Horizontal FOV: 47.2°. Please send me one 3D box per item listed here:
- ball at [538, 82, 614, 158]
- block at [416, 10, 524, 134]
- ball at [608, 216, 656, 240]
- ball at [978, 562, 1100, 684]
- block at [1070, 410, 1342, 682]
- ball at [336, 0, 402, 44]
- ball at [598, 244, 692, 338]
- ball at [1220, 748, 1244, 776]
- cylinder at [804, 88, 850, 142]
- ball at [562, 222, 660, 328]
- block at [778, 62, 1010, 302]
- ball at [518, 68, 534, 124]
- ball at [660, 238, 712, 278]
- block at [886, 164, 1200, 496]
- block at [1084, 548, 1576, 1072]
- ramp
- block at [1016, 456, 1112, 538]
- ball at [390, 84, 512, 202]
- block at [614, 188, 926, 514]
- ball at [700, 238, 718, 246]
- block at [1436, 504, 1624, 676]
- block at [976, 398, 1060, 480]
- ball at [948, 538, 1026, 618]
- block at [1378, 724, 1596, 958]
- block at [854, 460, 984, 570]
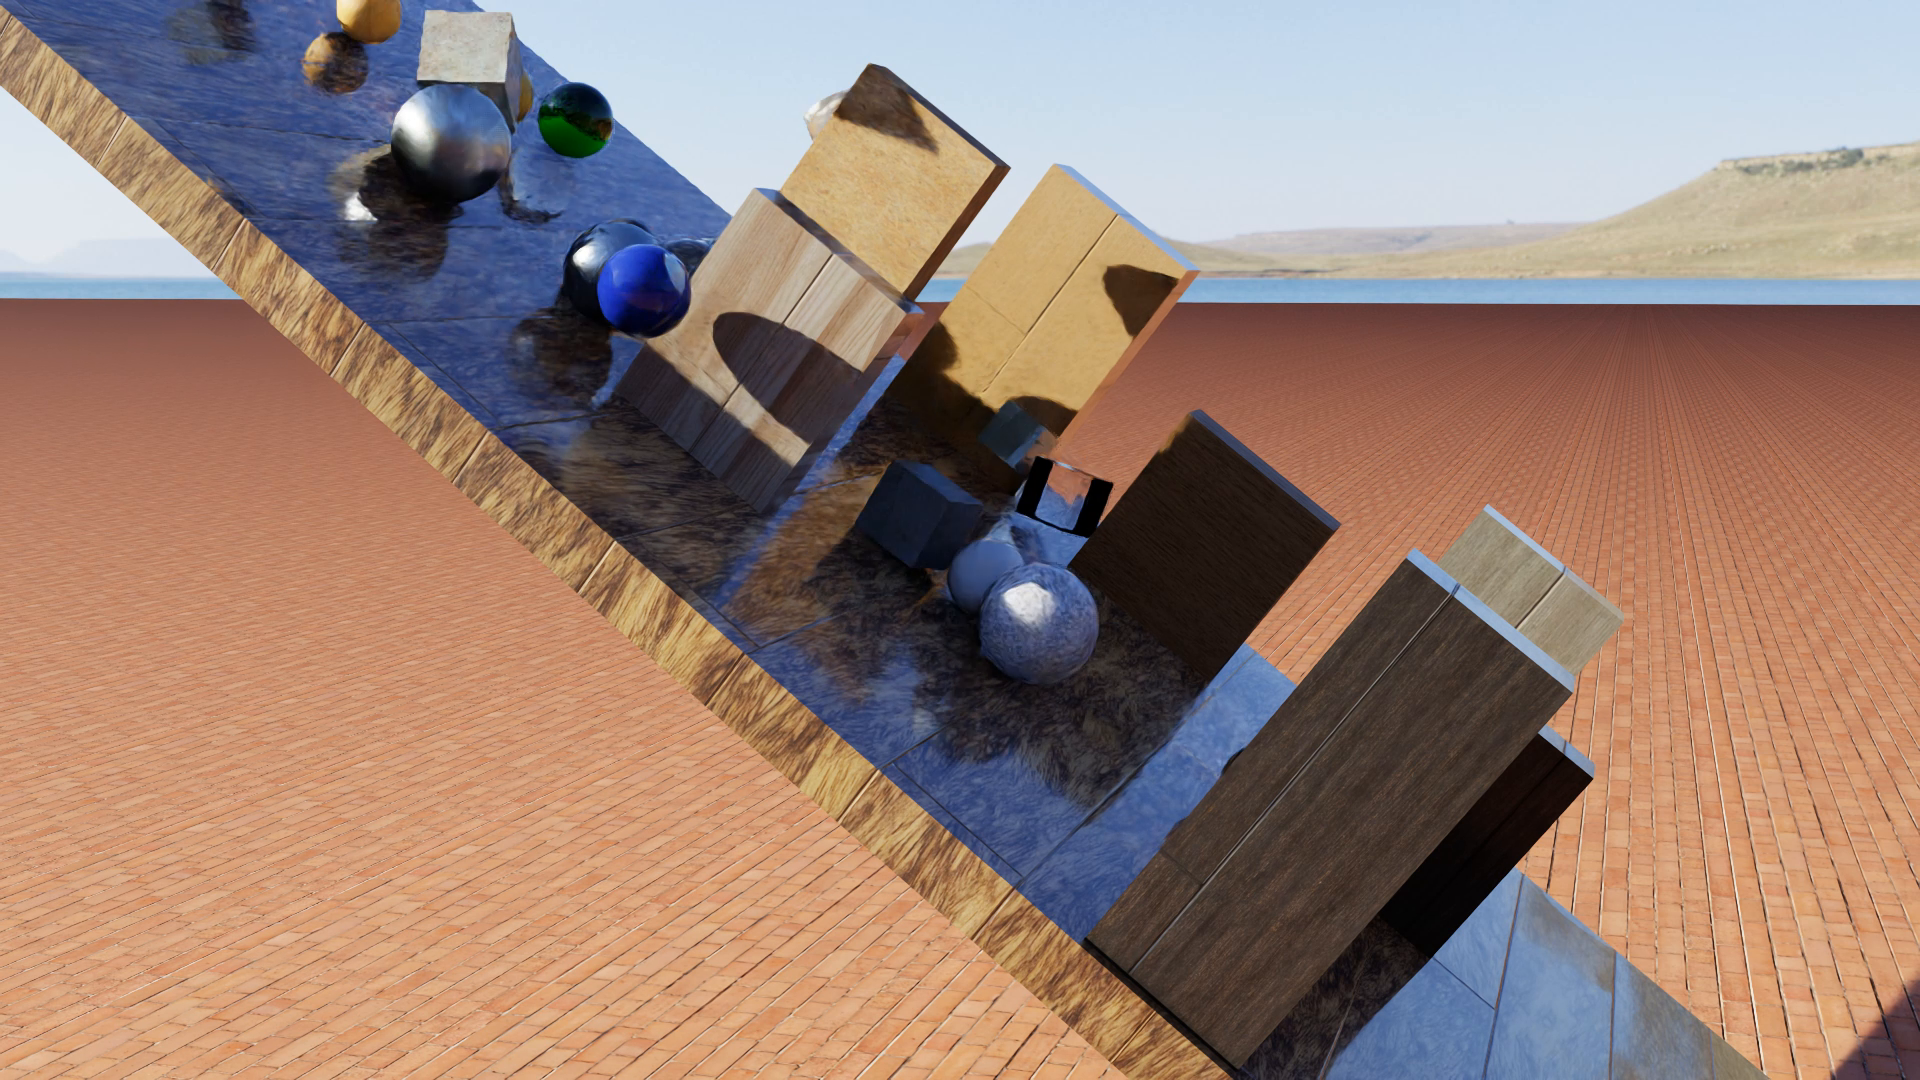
[{"bbox_3d":[-0.810,-0.885,4.634,0.158,0.158,0.158,0,7,0],"label":"ball"},{"bbox_3d":[-0.924,-0.882,4.158,0.161,0.161,0.161,1,-26,-3],"label":"block"},{"bbox_3d":[-0.632,-0.546,4.136,0.122,0.122,0.122,0,7,0],"label":"ball"},{"bbox_3d":[0.132,0.141,3.705,0.205,0.205,0.205,0,7,0],"label":"ball"},{"bbox_3d":[0.501,0.009,4.505,0.374,0.401,0.127,40,16,9],"label":"block"},{"bbox_3d":[-1.173,-1.048,4.368,0.127,0.127,0.127,0,7,0],"label":"ball"},{"bbox_3d":[-0.502,-0.396,3.501,0.150,0.150,0.150,0,7,0],"label":"ball"},{"bbox_3d":[0.530,0.434,3.816,0.164,0.164,0.164,0,7,0],"label":"ball"},{"bbox_3d":[-0.200,-0.793,4.398,0.175,0.175,0.175,-21,-5,-2],"label":"cylinder"},{"bbox_3d":[-0.603,-0.466,3.859,0.184,0.184,0.184,0,7,0],"label":"ball"},{"bbox_3d":[-0.213,-0.571,4.226,0.316,0.602,0.104,40,16,9],"label":"block"},{"bbox_3d":[-0.933,-0.900,4.423,0.151,0.151,0.151,0,7,0],"label":"ball"},{"bbox_3d":[-0.502,-0.452,4.019,0.195,0.195,0.195,0,7,0],"label":"ball"},{"bbox_3d":[0.176,-0.448,4.709,0.363,0.606,0.146,40,16,9],"label":"block"},{"bbox_3d":[0.491,0.365,2.960,0.270,0.690,0.114,40,16,9],"label":"block"},{"bbox_3d":[-0.033,0.088,4.055,4.000,0.100,2.000,40,16,9],"label":"ramp"},{"bbox_3d":[0.216,-0.088,4.551,0.124,0.124,0.124,24,6,33],"label":"block"},{"bbox_3d":[-0.889,-0.693,3.842,0.206,0.206,0.206,0,7,0],"label":"ball"},{"bbox_3d":[-0.316,-0.311,3.620,0.328,0.415,0.096,40,16,9],"label":"block"},{"bbox_3d":[-0.493,-0.541,4.369,0.117,0.117,0.117,0,7,0],"label":"ball"},{"bbox_3d":[0.729,0.309,3.576,0.275,0.719,0.094,40,16,9],"label":"block"},{"bbox_3d":[0.122,-0.209,4.598,0.107,0.107,0.107,40,2,22],"label":"block"},{"bbox_3d":[0.049,0.068,3.845,0.143,0.143,0.143,0,7,0],"label":"ball"},{"bbox_3d":[0.814,0.431,3.932,0.438,0.437,0.118,40,16,9],"label":"block"},{"bbox_3d":[-0.071,-0.044,3.878,0.137,0.137,0.137,37,14,23],"label":"block"}]
